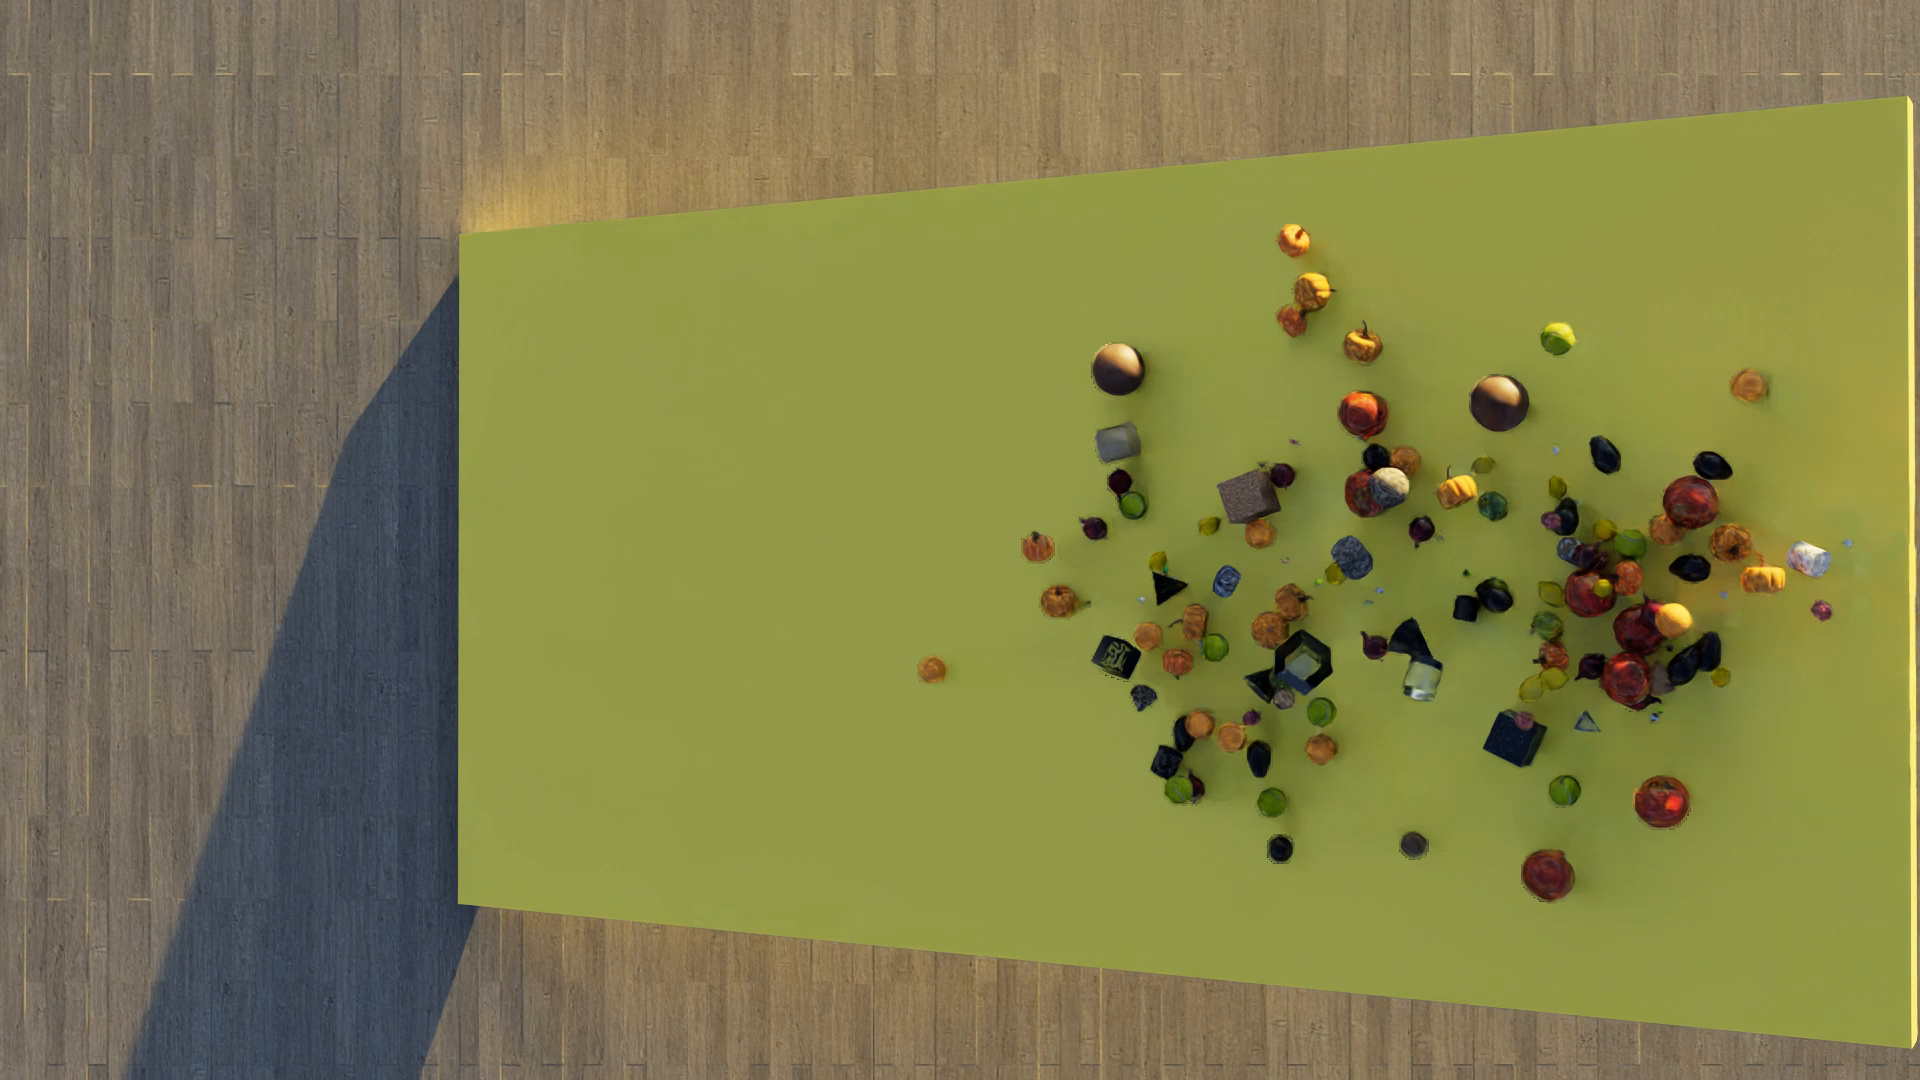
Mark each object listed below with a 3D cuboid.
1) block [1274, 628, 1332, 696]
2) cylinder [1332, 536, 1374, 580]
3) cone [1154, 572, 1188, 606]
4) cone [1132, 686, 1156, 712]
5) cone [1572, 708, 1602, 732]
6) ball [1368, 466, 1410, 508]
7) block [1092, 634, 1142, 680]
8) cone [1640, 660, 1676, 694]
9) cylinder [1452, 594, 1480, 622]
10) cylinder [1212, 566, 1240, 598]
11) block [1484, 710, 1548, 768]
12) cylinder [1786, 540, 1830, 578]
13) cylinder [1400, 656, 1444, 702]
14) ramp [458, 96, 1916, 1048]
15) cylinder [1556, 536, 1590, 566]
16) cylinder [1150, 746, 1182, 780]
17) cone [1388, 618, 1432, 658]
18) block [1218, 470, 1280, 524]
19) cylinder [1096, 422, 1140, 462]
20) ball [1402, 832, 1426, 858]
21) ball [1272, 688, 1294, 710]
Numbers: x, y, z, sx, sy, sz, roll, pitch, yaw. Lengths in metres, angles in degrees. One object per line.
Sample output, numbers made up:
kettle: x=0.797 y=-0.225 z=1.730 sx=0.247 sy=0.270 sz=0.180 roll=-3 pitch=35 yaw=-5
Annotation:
block: x=0.810 y=0.288 z=5.194 sx=0.093 sy=0.093 sz=0.093 roll=34 pitch=121 yaw=-18
cylinder: x=0.911 y=0.042 z=5.107 sx=0.074 sy=0.074 sz=0.074 roll=-18 pitch=51 yaw=24
cone: x=0.523 y=0.114 z=5.414 sx=0.085 sy=0.085 sz=0.085 roll=-8 pitch=89 yaw=4
cone: x=0.450 y=0.407 z=5.459 sx=0.065 sy=0.065 sz=0.065 roll=12 pitch=127 yaw=0
cone: x=1.403 y=0.413 z=4.898 sx=0.057 sy=0.057 sz=0.057 roll=30 pitch=89 yaw=12
ball: x=0.980 y=-0.121 z=5.026 sx=0.093 sy=0.093 sz=0.093 roll=0 pitch=89 yaw=0
block: x=0.384 y=0.287 z=5.389 sx=0.073 sy=0.073 sz=0.073 roll=15 pitch=73 yaw=42
cone: x=1.528 y=0.286 z=4.813 sx=0.075 sy=0.075 sz=0.075 roll=-17 pitch=128 yaw=0
cylinder: x=1.162 y=0.157 z=5.050 sx=0.052 sy=0.052 sz=0.052 roll=9 pitch=96 yaw=0
cylinder: x=0.642 y=0.100 z=5.302 sx=0.055 sy=0.055 sz=0.055 roll=5 pitch=55 yaw=-8
block: x=1.256 y=0.448 z=4.972 sx=0.093 sy=0.093 sz=0.093 roll=27 pitch=102 yaw=27
cylinder: x=1.803 y=0.042 z=4.673 sx=0.062 sy=0.062 sz=0.062 roll=-13 pitch=116 yaw=-28
cylinder: x=1.060 y=0.317 z=5.040 sx=0.078 sy=0.078 sz=0.078 roll=22 pitch=70 yaw=0
ramp: x=0.273 y=0.076 z=5.636 sx=4.000 sy=0.100 sz=2.000 roll=0 pitch=89 yaw=29
cylinder: x=1.374 y=0.026 z=4.922 sx=0.053 sy=0.053 sz=0.053 roll=22 pitch=89 yaw=-34
cylinder: x=0.508 y=0.548 z=5.407 sx=0.062 sy=0.062 sz=0.062 roll=22 pitch=101 yaw=0
cone: x=1.055 y=0.246 z=5.067 sx=0.094 sy=0.094 sz=0.094 roll=-49 pitch=55 yaw=0
block: x=0.695 y=-0.103 z=5.288 sx=0.099 sy=0.099 sz=0.099 roll=-22 pitch=79 yaw=27
cylinder: x=0.392 y=-0.241 z=5.445 sx=0.084 sy=0.084 sz=0.084 roll=-14 pitch=89 yaw=23
ball: x=1.053 y=0.706 z=5.103 sx=0.058 sy=0.058 sz=0.058 roll=0 pitch=89 yaw=0
ball: x=0.767 y=0.376 z=5.207 sx=0.052 sy=0.052 sz=0.052 roll=0 pitch=89 yaw=0
